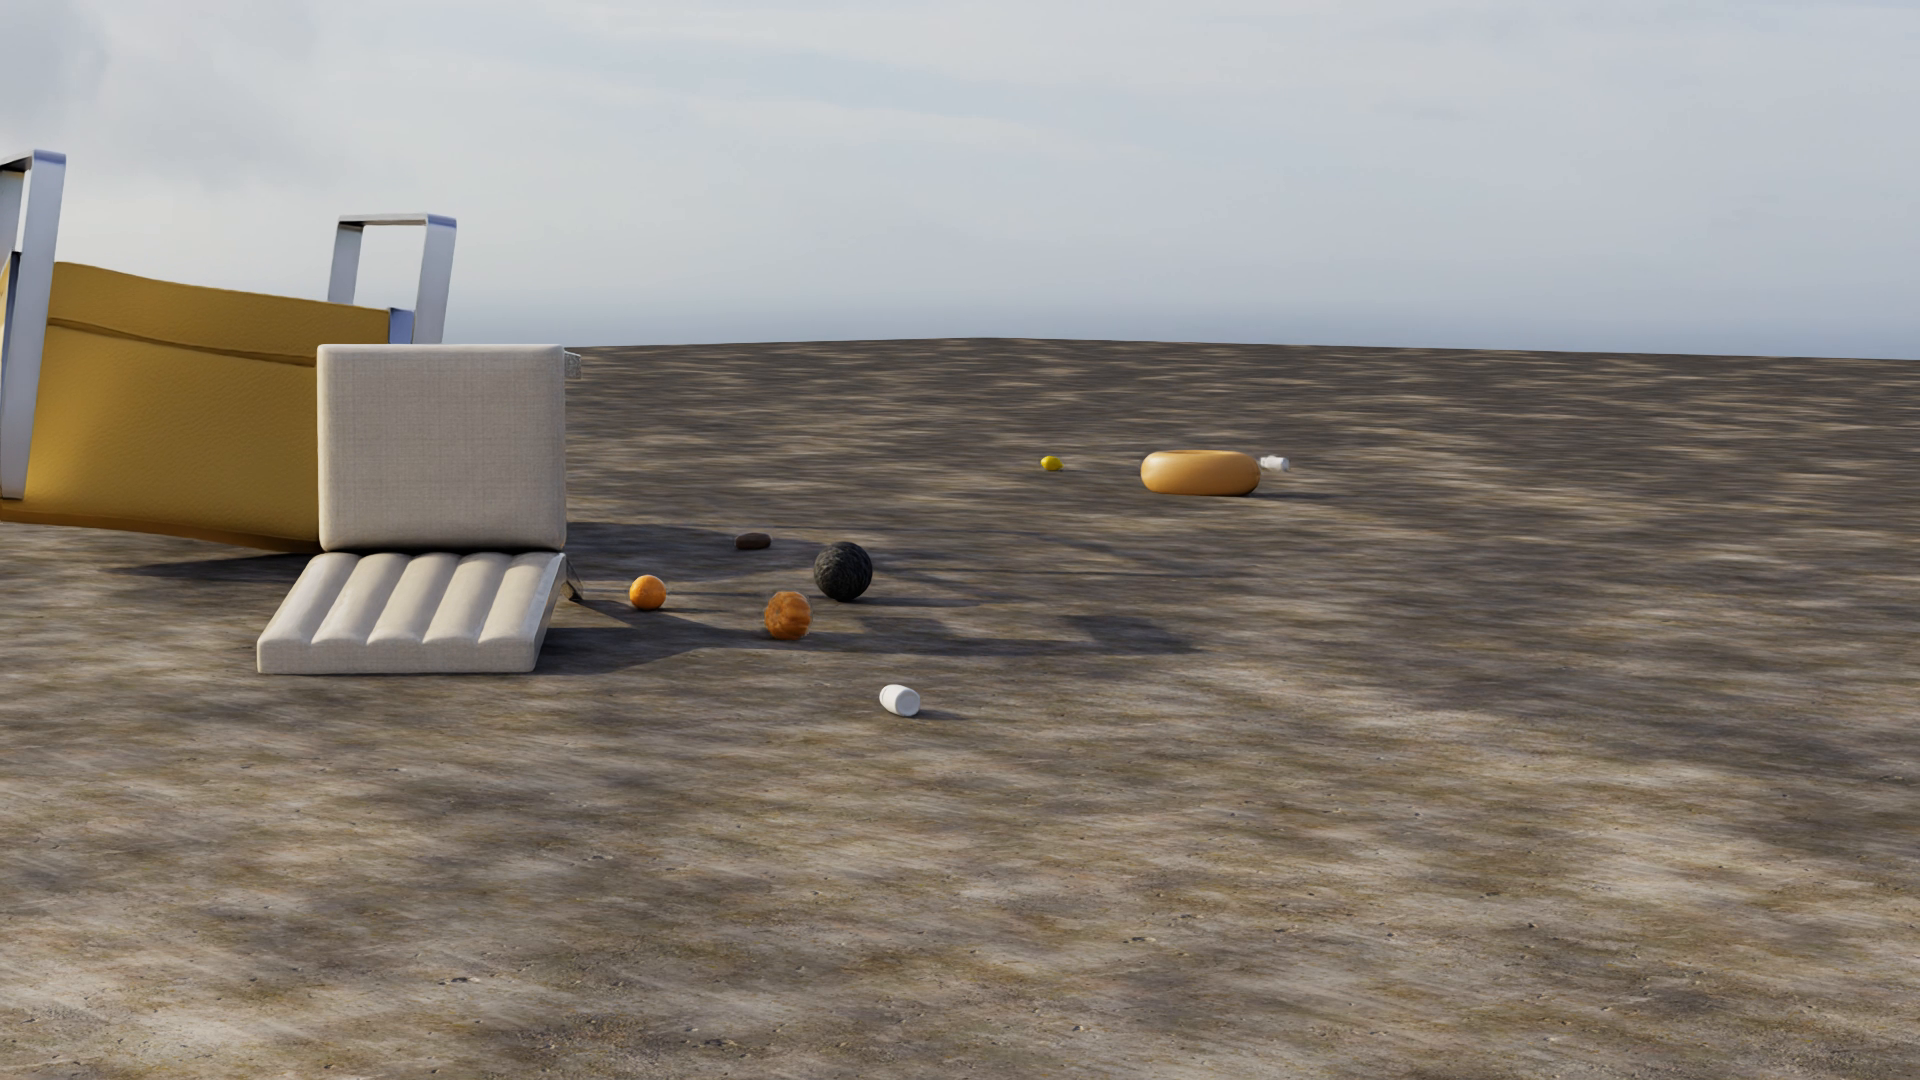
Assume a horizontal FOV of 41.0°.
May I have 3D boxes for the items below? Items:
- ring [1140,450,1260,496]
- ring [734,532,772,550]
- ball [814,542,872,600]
[{"bbox_3d":[0.726,-0.202,7.756,0.385,0.129,0.166,2,9,28],"label":"ring"},{"bbox_3d":[-0.501,0.003,6.214,0.101,0.036,0.053,-6,10,-37],"label":"ring"},{"bbox_3d":[-0.237,0.063,5.214,0.120,0.120,0.120,0,6,0],"label":"ball"}]
